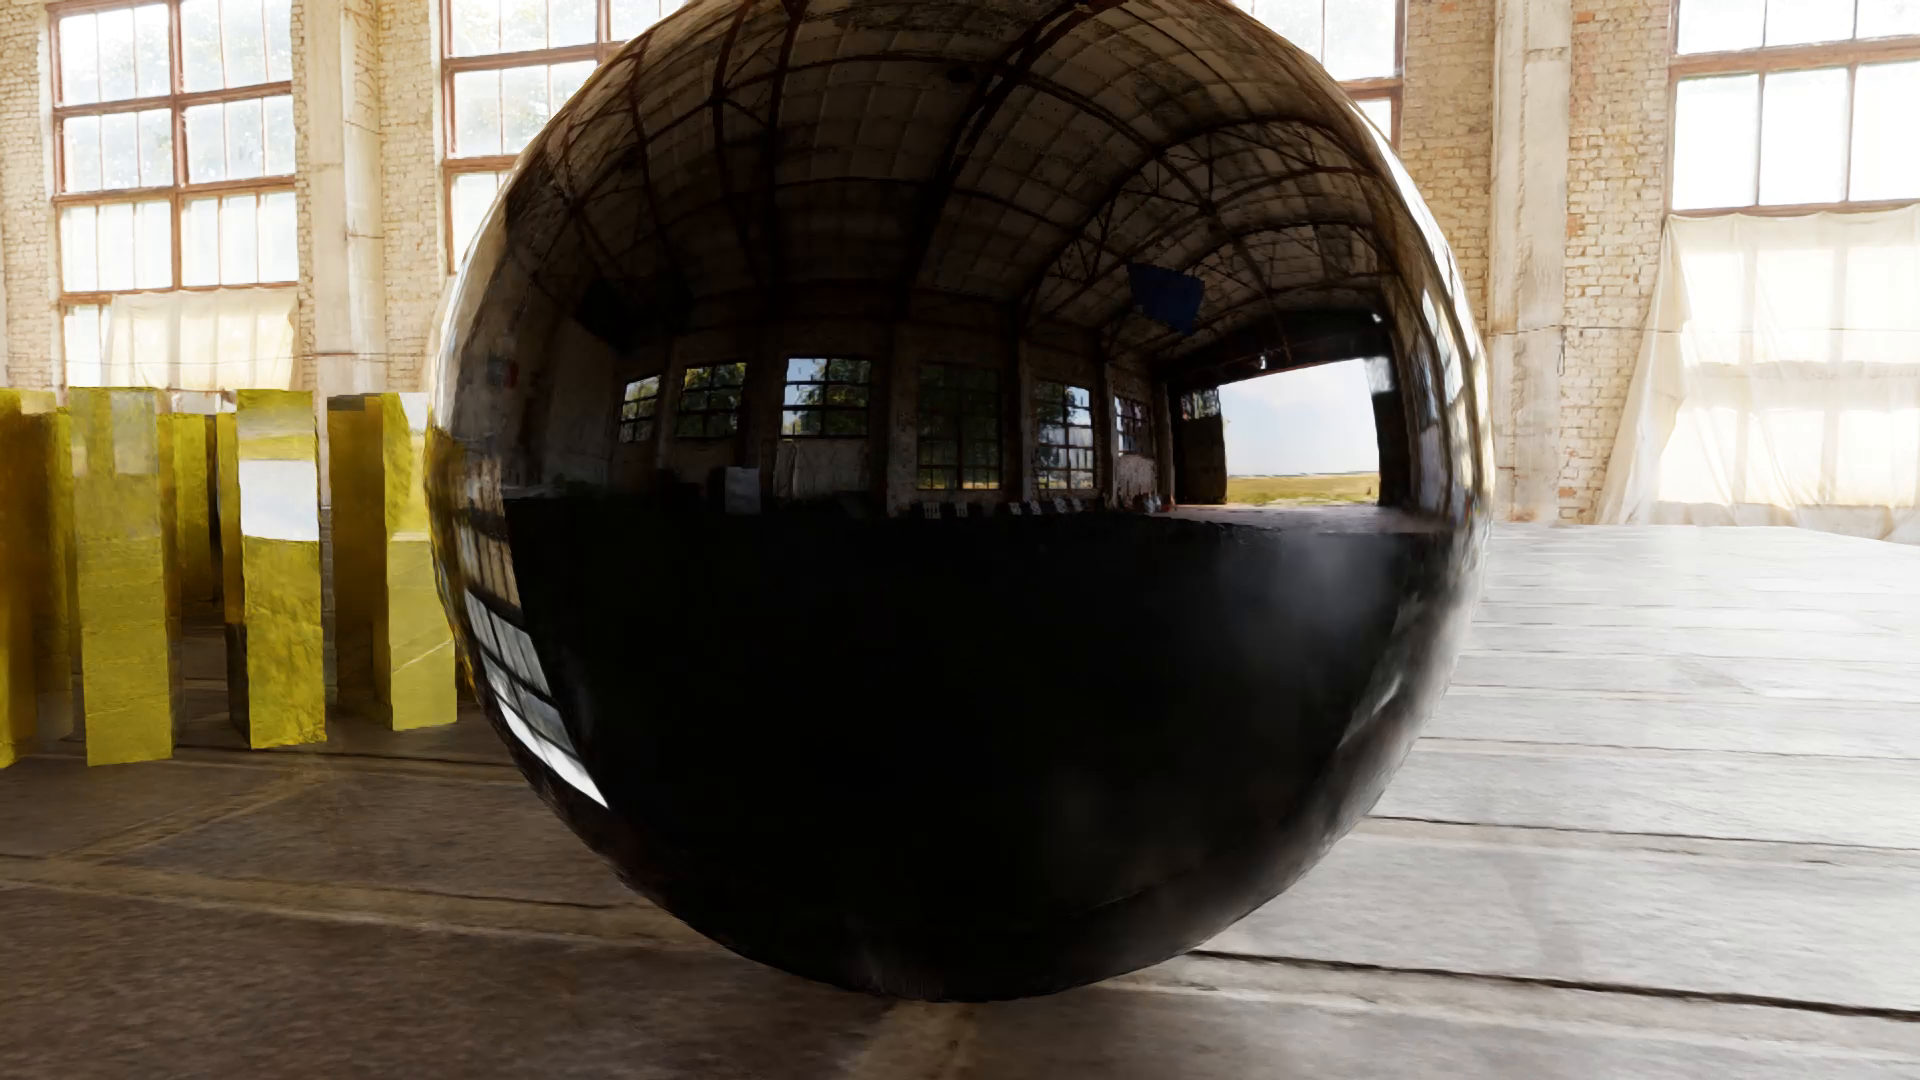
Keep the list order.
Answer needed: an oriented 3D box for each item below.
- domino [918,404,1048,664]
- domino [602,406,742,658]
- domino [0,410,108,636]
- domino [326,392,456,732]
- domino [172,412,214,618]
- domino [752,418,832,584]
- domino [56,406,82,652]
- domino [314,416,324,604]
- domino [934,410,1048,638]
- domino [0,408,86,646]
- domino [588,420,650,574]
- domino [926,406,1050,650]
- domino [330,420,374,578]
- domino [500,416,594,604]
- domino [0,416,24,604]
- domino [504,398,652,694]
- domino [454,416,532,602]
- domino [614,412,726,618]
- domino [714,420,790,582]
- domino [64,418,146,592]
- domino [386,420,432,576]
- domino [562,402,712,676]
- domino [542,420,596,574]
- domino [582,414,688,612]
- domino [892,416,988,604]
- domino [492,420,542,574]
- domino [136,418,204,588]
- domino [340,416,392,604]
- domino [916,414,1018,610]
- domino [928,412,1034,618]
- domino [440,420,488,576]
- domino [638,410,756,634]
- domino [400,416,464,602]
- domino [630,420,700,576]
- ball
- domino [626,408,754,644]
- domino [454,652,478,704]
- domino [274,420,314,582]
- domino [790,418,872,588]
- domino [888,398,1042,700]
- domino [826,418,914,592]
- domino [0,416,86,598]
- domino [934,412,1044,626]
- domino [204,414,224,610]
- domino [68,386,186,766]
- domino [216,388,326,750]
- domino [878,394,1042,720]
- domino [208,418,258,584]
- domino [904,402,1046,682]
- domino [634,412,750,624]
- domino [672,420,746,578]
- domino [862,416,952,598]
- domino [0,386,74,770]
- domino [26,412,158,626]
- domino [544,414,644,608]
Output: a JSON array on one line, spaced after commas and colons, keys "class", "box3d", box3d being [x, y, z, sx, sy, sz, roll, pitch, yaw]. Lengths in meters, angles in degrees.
[{"class": "domino", "box3d": [0.005, -0.001, 0.251, 0.025, 0.050, 0.009, 0, 4, 5]}, {"class": "domino", "box3d": [-0.058, -0.002, 0.259, 0.025, 0.050, 0.010, 0, 4, 5]}, {"class": "domino", "box3d": [-0.209, -0.004, 0.289, 0.025, 0.050, 0.010, 0, 4, -4]}, {"class": "domino", "box3d": [-0.089, 0.003, 0.201, 0.009, 0.050, 0.025, -4, 6, -43]}, {"class": "domino", "box3d": [-0.201, -0.007, 0.322, 0.025, 0.050, 0.010, 2, 5, 25]}, {"class": "domino", "box3d": [-0.052, -0.012, 0.400, 0.009, 0.050, 0.025, 3, 5, 36]}, {"class": "domino", "box3d": [-0.193, -0.002, 0.259, 0.025, 0.050, 0.010, -3, 5, -38]}, {"class": "domino", "box3d": [-0.179, -0.008, 0.346, 0.009, 0.050, 0.025, -2, 5, -30]}, {"class": "domino", "box3d": [0.007, -0.004, 0.285, 0.025, 0.050, 0.009, 0, 4, 1]}, {"class": "domino", "box3d": [-0.203, -0.003, 0.273, 0.025, 0.050, 0.009, -3, 5, -31]}, {"class": "domino", "box3d": [-0.114, -0.015, 0.428, 0.009, 0.050, 0.025, 1, 4, 9]}, {"class": "domino", "box3d": [0.006, -0.003, 0.268, 0.025, 0.050, 0.010, 0, 4, 4]}, {"class": "domino", "box3d": [-0.197, -0.014, 0.416, 0.010, 0.050, 0.025, -2, 5, -22]}, {"class": "domino", "box3d": [-0.114, -0.009, 0.354, 0.009, 0.050, 0.025, 2, 5, 22]}, {"class": "domino", "box3d": [-0.267, -0.008, 0.347, 0.025, 0.050, 0.009, 2, 5, 23]}, {"class": "domino", "box3d": [-0.067, 0.001, 0.227, 0.025, 0.050, 0.009, 3, 5, 30]}, {"class": "domino", "box3d": [-0.130, -0.009, 0.358, 0.009, 0.050, 0.025, 0, 4, 6]}, {"class": "domino", "box3d": [-0.073, -0.007, 0.324, 0.025, 0.050, 0.010, -3, 5, -38]}, {"class": "domino", "box3d": [-0.066, -0.013, 0.409, 0.010, 0.050, 0.025, 3, 5, 31]}, {"class": "domino", "box3d": [-0.251, -0.011, 0.376, 0.025, 0.050, 0.009, 3, 5, 35]}, {"class": "domino", "box3d": [-0.181, -0.014, 0.422, 0.009, 0.050, 0.025, -1, 4, -17]}, {"class": "domino", "box3d": [-0.061, -0.001, 0.242, 0.025, 0.050, 0.009, 1, 4, 16]}, {"class": "domino", "box3d": [-0.131, -0.015, 0.429, 0.009, 0.050, 0.025, 0, 4, 1]}, {"class": "domino", "box3d": [-0.085, -0.008, 0.336, 0.009, 0.050, 0.025, 4, 6, 41]}, {"class": "domino", "box3d": [-0.005, -0.009, 0.351, 0.025, 0.050, 0.009, -3, 5, -30]}, {"class": "domino", "box3d": [-0.148, -0.015, 0.429, 0.009, 0.050, 0.025, 0, 4, -6]}, {"class": "domino", "box3d": [-0.240, -0.012, 0.389, 0.025, 0.050, 0.010, 4, 6, 43]}, {"class": "domino", "box3d": [-0.163, -0.009, 0.353, 0.009, 0.050, 0.025, -2, 5, -19]}, {"class": "domino", "box3d": [0.002, -0.008, 0.336, 0.025, 0.050, 0.009, -1, 4, -17]}, {"class": "domino", "box3d": [0.005, -0.006, 0.319, 0.025, 0.050, 0.010, -1, 4, -8]}, {"class": "domino", "box3d": [-0.164, -0.014, 0.426, 0.010, 0.050, 0.025, -1, 4, -11]}, {"class": "domino", "box3d": [-0.060, -0.004, 0.293, 0.025, 0.050, 0.010, -1, 4, -11]}, {"class": "domino", "box3d": [-0.147, -0.009, 0.358, 0.009, 0.050, 0.025, -1, 4, -9]}, {"class": "domino", "box3d": [-0.097, -0.014, 0.424, 0.010, 0.050, 0.025, 1, 5, 19]}, {"class": "ball", "box3d": [0.000, -0.005, 0.103, 0.080, 0.080, 0.080, 0, 4, 0]}, {"class": "domino", "box3d": [-0.058, -0.003, 0.276, 0.025, 0.050, 0.009, 0, 4, -3]}, {"class": "domino", "box3d": [-0.077, 0.002, 0.213, 0.025, 0.050, 0.009, 4, 6, 40]}, {"class": "domino", "box3d": [-0.212, -0.013, 0.409, 0.009, 0.050, 0.025, -2, 5, -28]}, {"class": "domino", "box3d": [-0.039, -0.012, 0.390, 0.009, 0.050, 0.025, 4, 6, 40]}, {"class": "domino", "box3d": [0.001, 0.001, 0.218, 0.025, 0.050, 0.009, 0, 4, 6]}, {"class": "domino", "box3d": [-0.026, -0.011, 0.378, 0.025, 0.050, 0.009, -4, 6, -44]}, {"class": "domino", "box3d": [-0.260, -0.010, 0.362, 0.025, 0.050, 0.010, 2, 5, 29]}, {"class": "domino", "box3d": [0.007, -0.005, 0.302, 0.025, 0.050, 0.009, 0, 4, -2]}, {"class": "domino", "box3d": [-0.192, -0.008, 0.336, 0.025, 0.050, 0.010, 4, 6, 41]}, {"class": "domino", "box3d": [-0.117, 0.004, 0.181, 0.010, 0.050, 0.025, -2, 5, -27]}, {"class": "domino", "box3d": [-0.102, 0.003, 0.190, 0.009, 0.050, 0.025, -3, 5, -36]}, {"class": "domino", "box3d": [0.000, 0.002, 0.201, 0.025, 0.050, 0.010, 0, 4, 0]}, {"class": "domino", "box3d": [-0.227, -0.012, 0.400, 0.010, 0.050, 0.025, -3, 5, -36]}, {"class": "domino", "box3d": [0.003, 0.000, 0.235, 0.025, 0.050, 0.010, 0, 4, 6]}, {"class": "domino", "box3d": [-0.064, -0.006, 0.309, 0.025, 0.050, 0.009, -2, 5, -21]}, {"class": "domino", "box3d": [-0.081, -0.014, 0.417, 0.009, 0.050, 0.025, 2, 5, 25]}, {"class": "domino", "box3d": [-0.015, -0.010, 0.365, 0.025, 0.050, 0.010, -3, 5, -38]}, {"class": "domino", "box3d": [-0.133, 0.004, 0.175, 0.009, 0.050, 0.025, -1, 4, -15]}, {"class": "domino", "box3d": [-0.207, -0.005, 0.306, 0.025, 0.050, 0.009, 1, 4, 13]}, {"class": "domino", "box3d": [-0.098, -0.008, 0.346, 0.010, 0.050, 0.025, 3, 5, 32]}]
